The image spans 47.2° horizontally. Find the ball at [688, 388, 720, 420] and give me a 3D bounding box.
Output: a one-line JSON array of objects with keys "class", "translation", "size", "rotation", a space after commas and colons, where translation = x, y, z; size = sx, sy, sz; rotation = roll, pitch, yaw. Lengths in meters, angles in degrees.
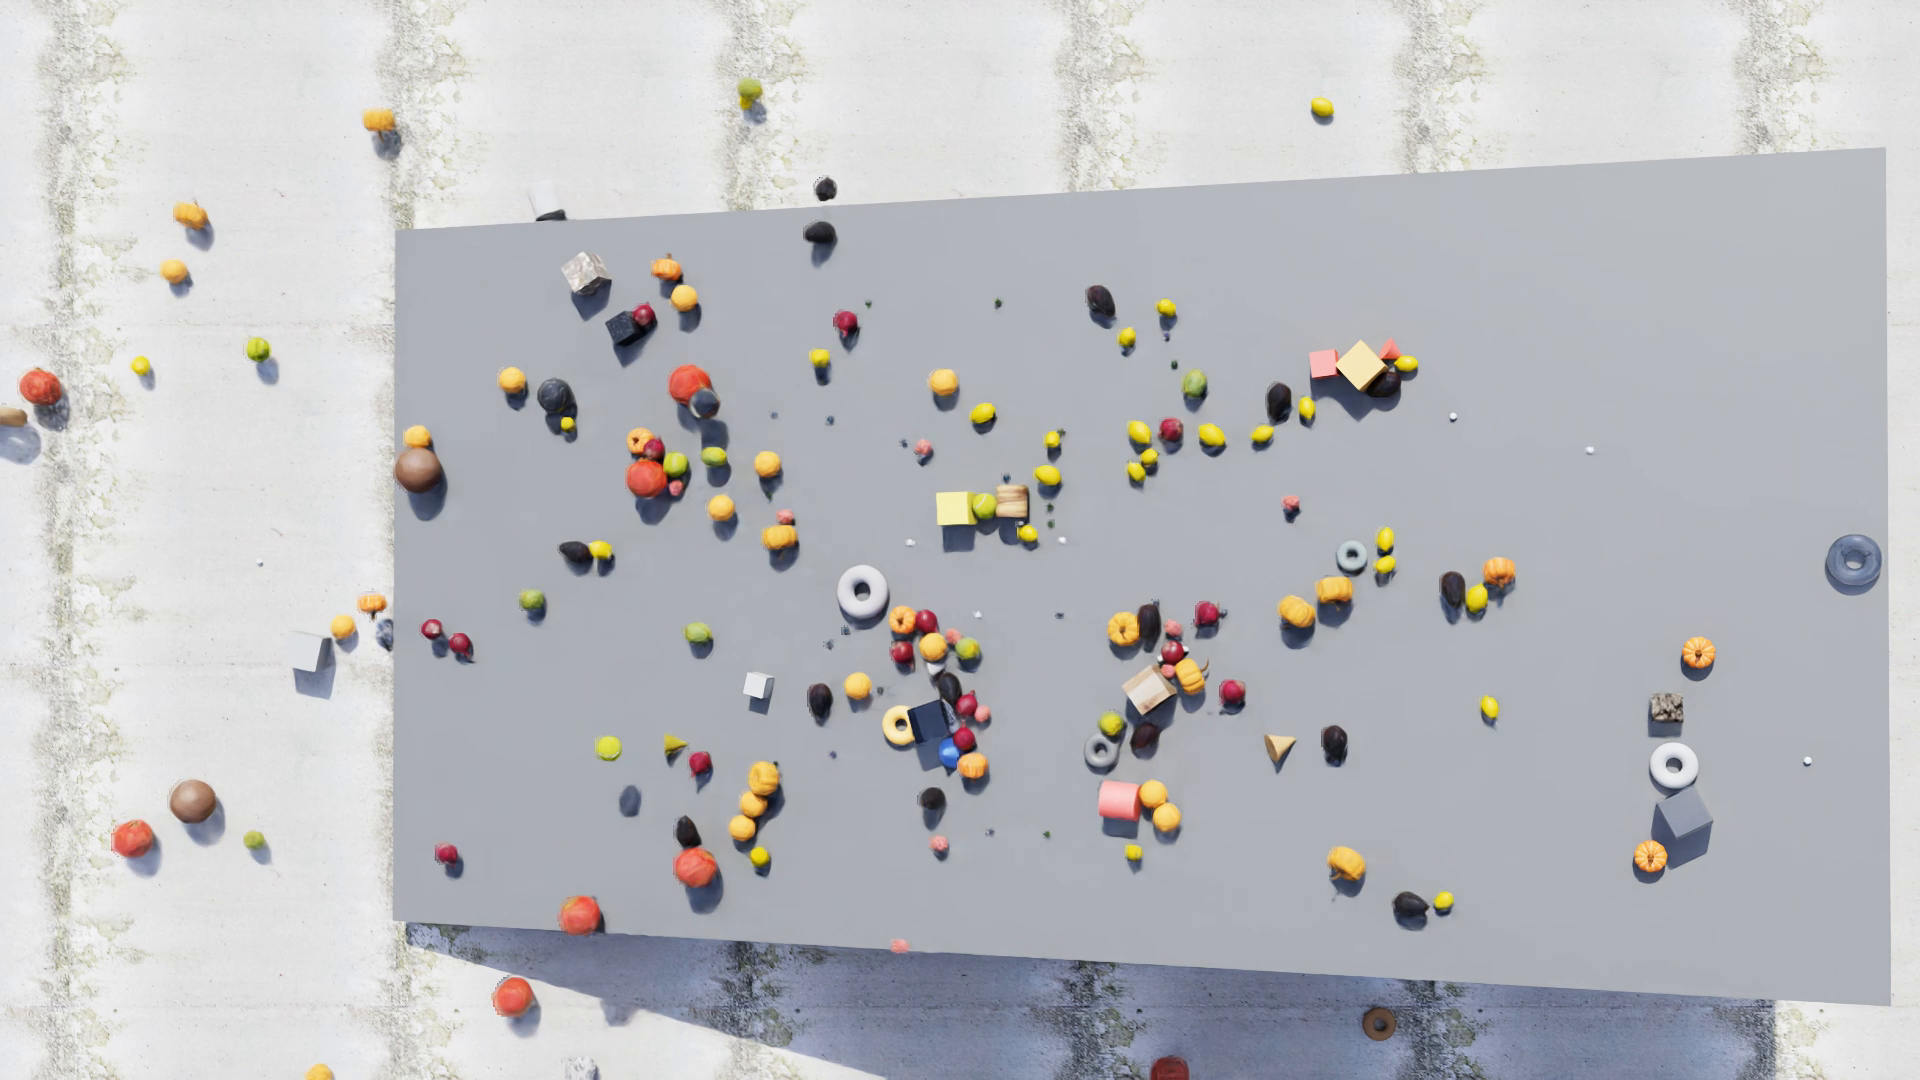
[{"class": "ball", "translation": [-0.691, -0.368, 5.954], "size": [0.086, 0.086, 0.086], "rotation": [0, 89, 0]}]

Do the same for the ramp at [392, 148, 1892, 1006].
[{"class": "ramp", "translation": [0.277, 0.092, 5.789], "size": [4.000, 0.100, 2.000], "rotation": [0, 89, 18]}]

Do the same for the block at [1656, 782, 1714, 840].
[{"class": "block", "translation": [1.716, 0.642, 5.206], "size": [0.095, 0.095, 0.095], "rotation": [-30, 80, 16]}]

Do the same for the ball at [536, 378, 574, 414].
[{"class": "ball", "translation": [-1.133, -0.404, 6.154], "size": [0.099, 0.099, 0.099], "rotation": [0, 89, 0]}]

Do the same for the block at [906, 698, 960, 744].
[{"class": "block", "translation": [-0.071, 0.476, 5.796], "size": [0.093, 0.093, 0.093], "rotation": [-20, 83, 17]}]

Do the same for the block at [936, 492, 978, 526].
[{"class": "block", "translation": [-0.007, -0.082, 5.789], "size": [0.083, 0.083, 0.083], "rotation": [-3, 88, 18]}]

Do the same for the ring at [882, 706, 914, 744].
[{"class": "ring", "translation": [-0.156, 0.493, 5.855], "size": [0.105, 0.035, 0.105], "rotation": [0, 90, 17]}]

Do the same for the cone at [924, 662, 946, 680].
[{"class": "cone", "translation": [-0.059, 0.338, 5.830], "size": [0.055, 0.055, 0.055], "rotation": [-19, 89, -10]}]

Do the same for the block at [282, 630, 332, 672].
[{"class": "block", "translation": [-1.904, 0.324, 6.408], "size": [0.100, 0.100, 0.100], "rotation": [12, 89, 0]}]

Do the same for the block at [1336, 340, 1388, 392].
[{"class": "block", "translation": [0.998, -0.431, 5.461], "size": [0.087, 0.087, 0.087], "rotation": [-44, 77, 13]}]

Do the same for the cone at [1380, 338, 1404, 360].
[{"class": "cone", "translation": [1.082, -0.463, 5.466], "size": [0.058, 0.058, 0.058], "rotation": [28, 89, -10]}]

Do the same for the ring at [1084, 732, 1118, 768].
[{"class": "ring", "translation": [0.365, 0.545, 5.685], "size": [0.094, 0.031, 0.094], "rotation": [0, 90, 17]}]

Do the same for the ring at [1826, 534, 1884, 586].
[{"class": "ring", "translation": [2.084, 0.046, 5.122], "size": [0.123, 0.041, 0.123], "rotation": [0, 90, 18]}]

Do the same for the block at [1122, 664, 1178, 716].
[{"class": "block", "translation": [0.485, 0.382, 5.616], "size": [0.091, 0.091, 0.091], "rotation": [-37, 78, 14]}]

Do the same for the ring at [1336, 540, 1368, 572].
[{"class": "ring", "translation": [0.980, 0.040, 5.492], "size": [0.080, 0.027, 0.080], "rotation": [0, 90, 19]}]

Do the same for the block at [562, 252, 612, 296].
[{"class": "block", "translation": [-1.042, -0.743, 6.137], "size": [0.084, 0.084, 0.084], "rotation": [-33, 80, 15]}]

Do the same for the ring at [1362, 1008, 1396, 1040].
[{"class": "ring", "translation": [1.225, 1.415, 6.427], "size": [0.098, 0.033, 0.098], "rotation": [0, 90, 1]}]

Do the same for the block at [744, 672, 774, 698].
[{"class": "block", "translation": [-0.546, 0.394, 5.972], "size": [0.057, 0.057, 0.057], "rotation": [14, 94, 18]}]

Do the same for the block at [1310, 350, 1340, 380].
[{"class": "block", "translation": [0.913, -0.439, 5.502], "size": [0.062, 0.062, 0.062], "rotation": [-7, 87, 18]}]

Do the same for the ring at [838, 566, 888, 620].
[{"class": "ring", "translation": [-0.261, 0.140, 5.887], "size": [0.146, 0.049, 0.146], "rotation": [-1, 88, 19]}]

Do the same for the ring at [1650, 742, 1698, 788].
[{"class": "ring", "translation": [1.702, 0.538, 5.242], "size": [0.111, 0.037, 0.111], "rotation": [0, 91, 22]}]

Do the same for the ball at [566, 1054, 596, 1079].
[{"class": "ball", "translation": [-1.103, 1.538, 6.397], "size": [0.088, 0.088, 0.088], "rotation": [0, 89, 0]}]

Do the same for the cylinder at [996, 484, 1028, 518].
[{"class": "cylinder", "translation": [0.136, -0.102, 5.741], "size": [0.083, 0.083, 0.083], "rotation": [1, 90, 0]}]

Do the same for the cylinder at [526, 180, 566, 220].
[{"class": "cylinder", "translation": [-1.211, -0.993, 6.430], "size": [0.092, 0.092, 0.092], "rotation": [-19, 89, 0]}]

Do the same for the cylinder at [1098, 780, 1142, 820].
[{"class": "cylinder", "translation": [0.412, 0.667, 5.635], "size": [0.093, 0.093, 0.093], "rotation": [6, 89, 18]}]

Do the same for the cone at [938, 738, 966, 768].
[{"class": "cone", "translation": [-0.032, 0.563, 5.791], "size": [0.077, 0.077, 0.077], "rotation": [0, 89, 18]}]

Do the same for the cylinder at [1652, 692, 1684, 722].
[{"class": "cylinder", "translation": [1.684, 0.398, 5.232], "size": [0.070, 0.070, 0.070], "rotation": [-2, 89, 18]}]

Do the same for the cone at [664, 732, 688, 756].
[{"class": "cone", "translation": [-0.780, 0.563, 6.061], "size": [0.066, 0.066, 0.066], "rotation": [0, 89, -9]}]

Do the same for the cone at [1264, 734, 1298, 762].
[{"class": "cone", "translation": [0.816, 0.511, 5.535], "size": [0.075, 0.075, 0.075], "rotation": [-18, 89, -12]}]

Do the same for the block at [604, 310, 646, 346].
[{"class": "block", "translation": [-0.928, -0.587, 6.105], "size": [0.069, 0.069, 0.069], "rotation": [-29, 81, 16]}]
